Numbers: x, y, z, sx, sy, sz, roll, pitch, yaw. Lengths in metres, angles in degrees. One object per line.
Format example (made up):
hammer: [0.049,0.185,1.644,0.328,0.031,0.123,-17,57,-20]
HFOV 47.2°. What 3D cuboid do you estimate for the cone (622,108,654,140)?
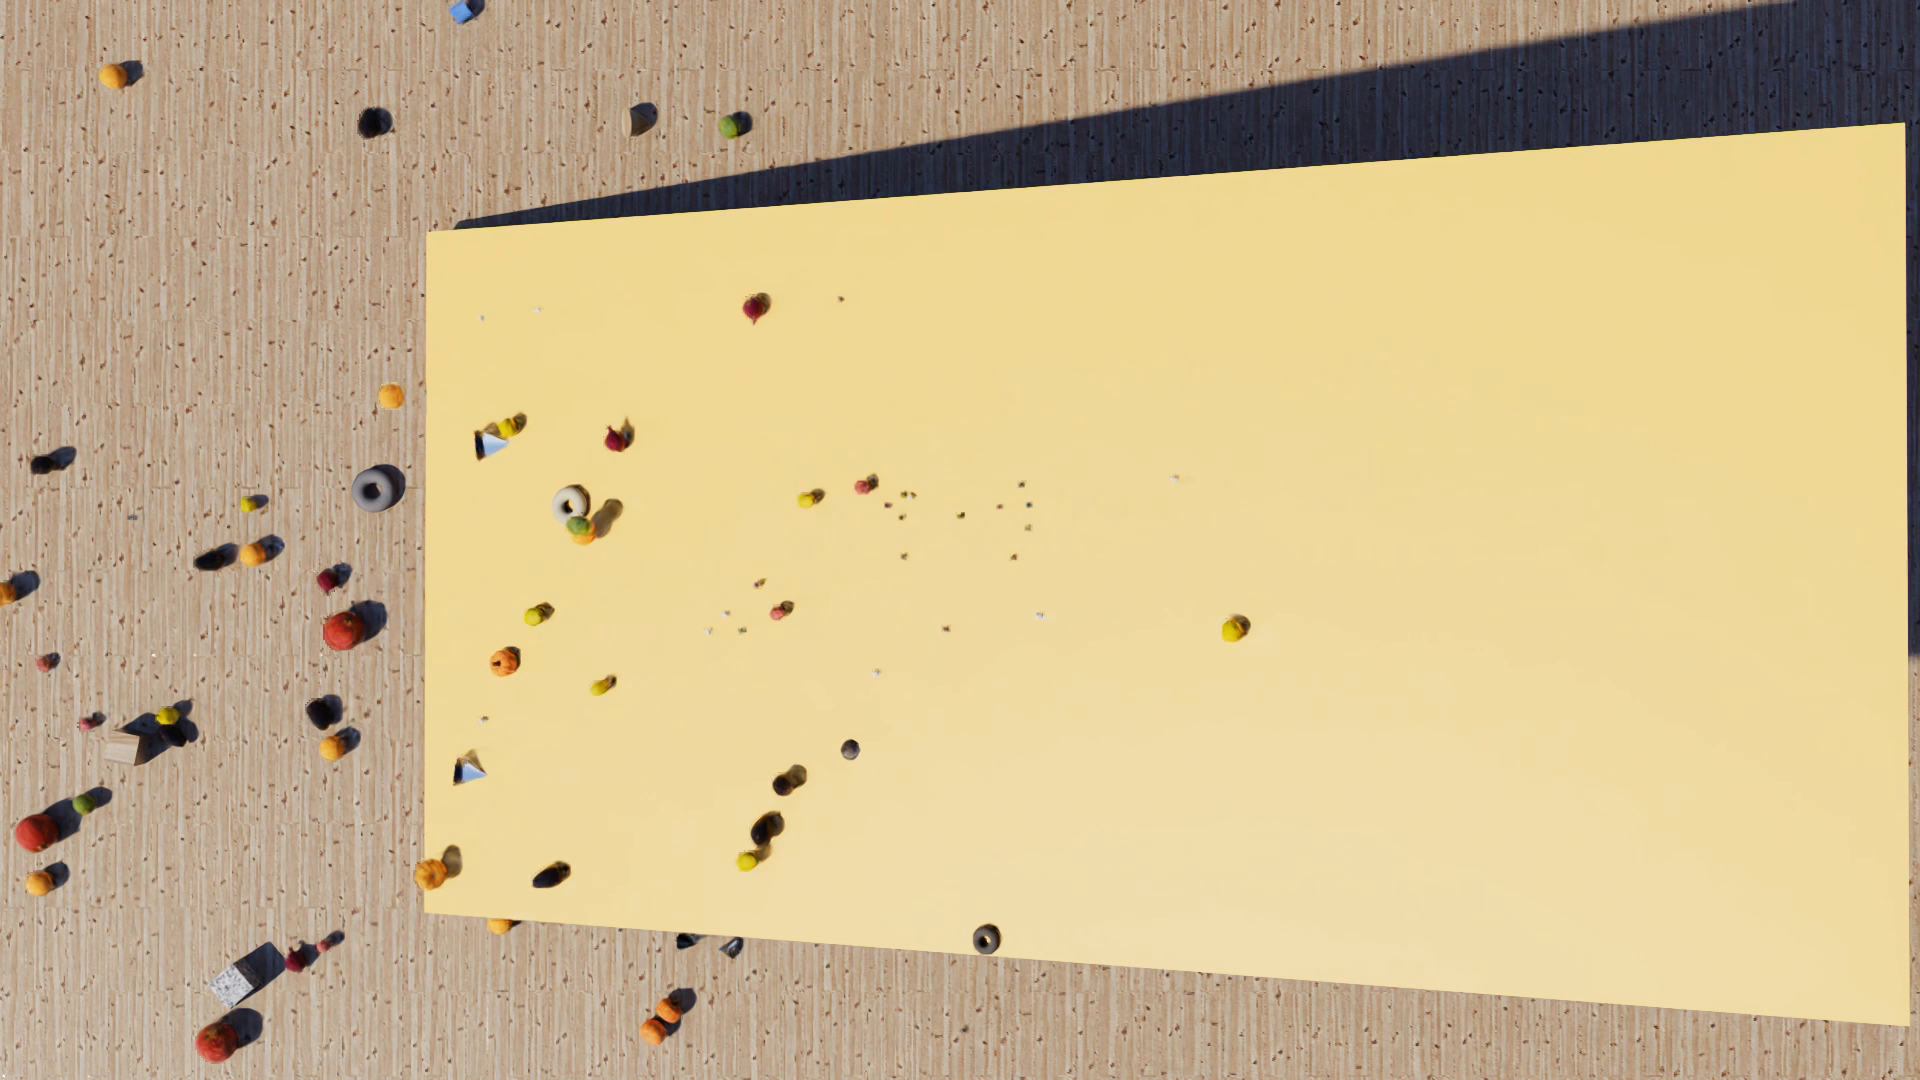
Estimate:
cone: [-0.950,-1.239,6.550,0.092,0.092,0.092,-4,89,-27]

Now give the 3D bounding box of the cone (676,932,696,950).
cone: [-0.798,1.190,6.501,0.057,0.057,0.057,5,89,39]

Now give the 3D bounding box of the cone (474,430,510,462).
cone: [-1.344,-0.276,6.346,0.095,0.095,0.095,-4,89,-3]

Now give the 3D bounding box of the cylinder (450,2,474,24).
cylinder: [-1.485,-1.570,6.549,0.051,0.051,0.051,-33,89,-1]

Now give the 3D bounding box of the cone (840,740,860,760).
cone: [-0.306,0.563,5.876,0.057,0.057,0.057,0,89,24]

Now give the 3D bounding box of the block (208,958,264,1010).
block: [-2.138,1.309,6.492,0.097,0.097,0.097,-41,89,0]

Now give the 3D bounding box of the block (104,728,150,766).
block: [-2.462,0.613,6.503,0.090,0.090,0.090,12,89,0]

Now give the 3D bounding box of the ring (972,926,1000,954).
ring: [0.067,1.043,5.726,0.075,0.025,0.075,0,91,23]

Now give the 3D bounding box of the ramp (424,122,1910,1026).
ramp: [0.283,0.084,5.711,4.000,0.100,2.000,0,89,24]

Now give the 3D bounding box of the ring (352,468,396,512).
ring: [-1.741,-0.148,6.536,0.133,0.044,0.133,0,90,-1]

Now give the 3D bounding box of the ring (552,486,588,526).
ring: [-1.109,-0.095,6.245,0.112,0.037,0.112,0,90,23]
